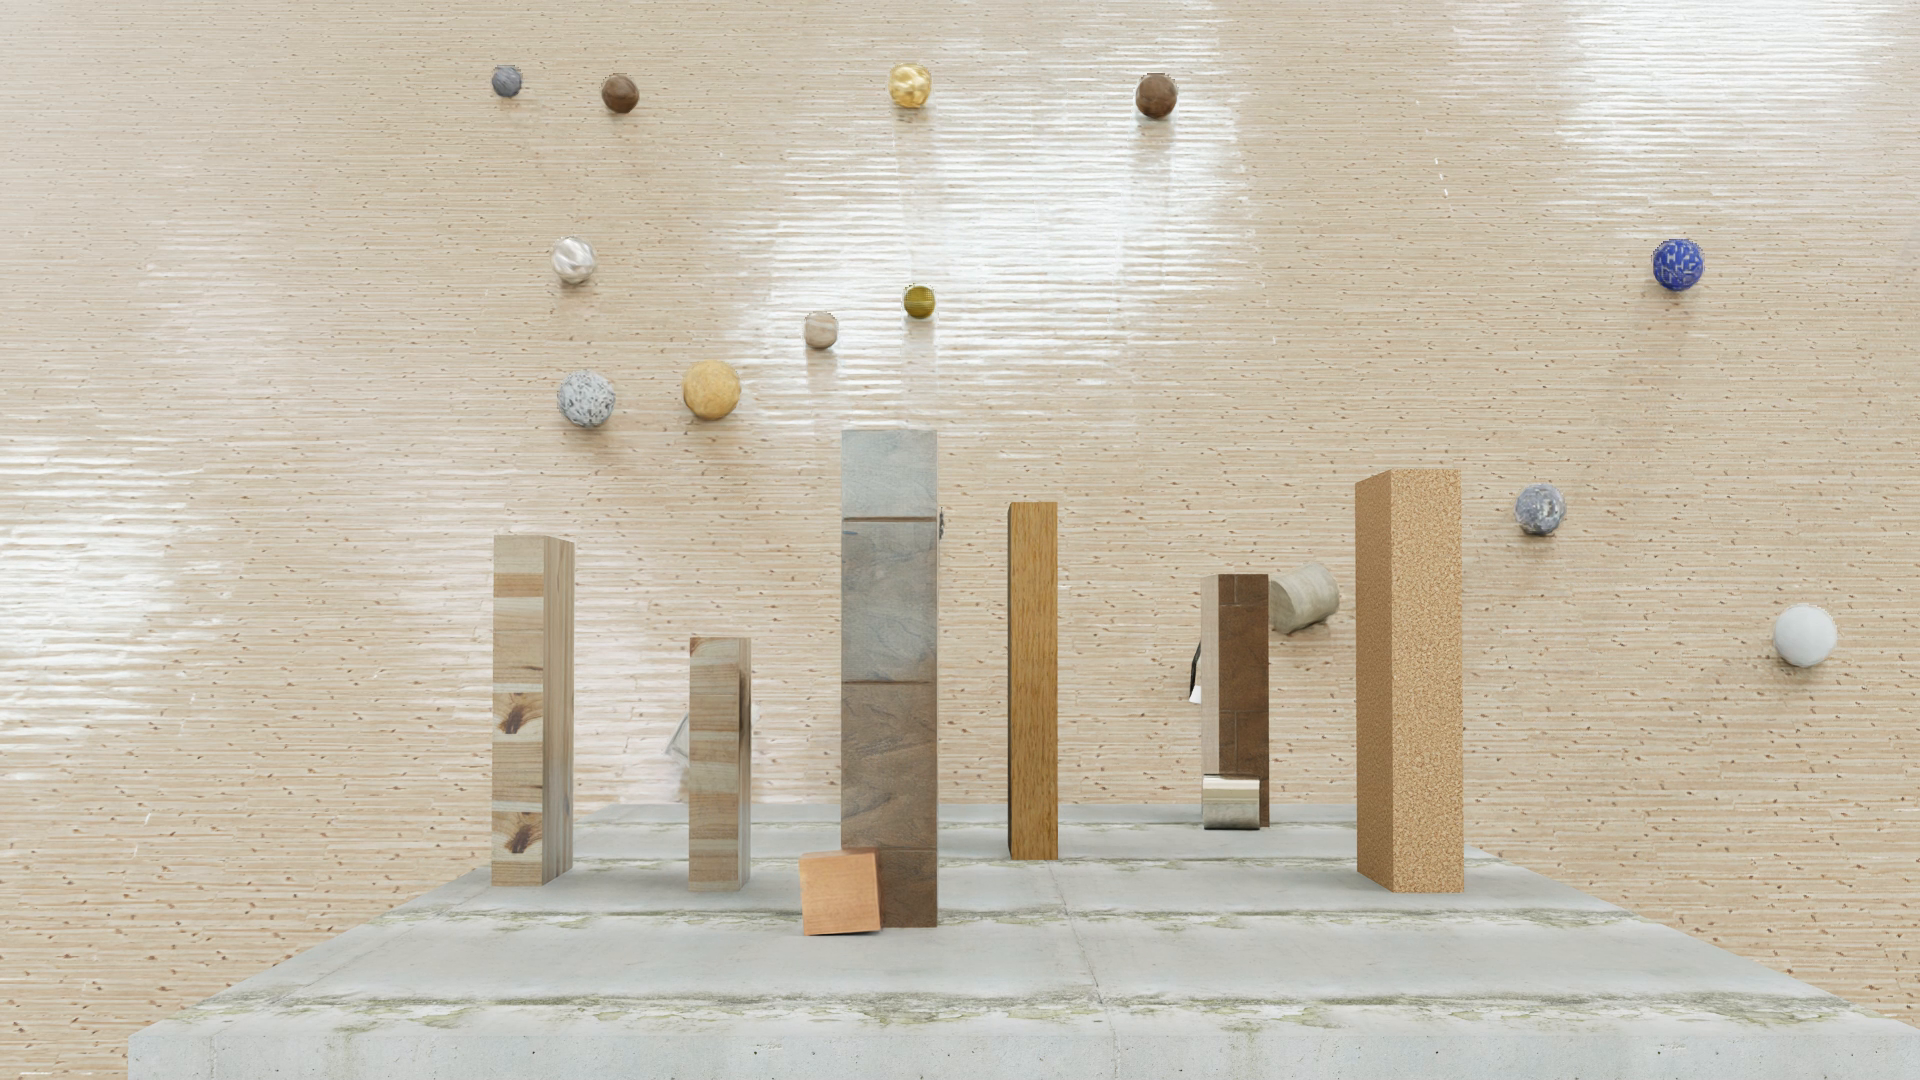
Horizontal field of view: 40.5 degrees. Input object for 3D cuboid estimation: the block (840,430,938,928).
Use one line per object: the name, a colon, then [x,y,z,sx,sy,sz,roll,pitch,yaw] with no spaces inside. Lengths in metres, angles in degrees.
block: [-0.108,0.217,4.147,0.146,0.759,0.364,0,-2,0]

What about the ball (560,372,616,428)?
ball: [-1.212,-0.457,8.451,0.180,0.180,0.180,0,36,0]

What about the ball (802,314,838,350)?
ball: [-0.475,-0.708,8.847,0.123,0.123,0.123,0,36,0]

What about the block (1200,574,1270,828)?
block: [0.660,0.381,6.267,0.117,0.588,0.443,0,-2,0]

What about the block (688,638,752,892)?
block: [-0.427,0.394,4.644,0.086,0.441,0.264,0,-2,0]

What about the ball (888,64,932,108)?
ball: [-0.199,-1.799,10.314,0.173,0.173,0.173,0,36,0]

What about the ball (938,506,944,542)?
ball: [-0.139,-0.047,7.882,0.185,0.185,0.185,0,36,0]

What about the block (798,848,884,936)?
block: [-0.178,0.526,3.897,0.113,0.113,0.113,-5,-2,0]

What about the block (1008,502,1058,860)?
block: [0.148,0.287,5.365,0.092,0.710,0.408,0,-2,0]

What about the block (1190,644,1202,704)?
block: [0.735,0.372,7.341,0.140,0.140,0.140,10,37,14]

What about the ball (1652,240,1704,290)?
ball: [2.532,-0.966,9.159,0.175,0.175,0.175,0,36,0]

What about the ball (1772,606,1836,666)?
ball: [2.418,0.276,7.444,0.174,0.174,0.174,0,36,0]

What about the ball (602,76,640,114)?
ball: [-1.343,-1.762,10.283,0.147,0.147,0.147,0,36,0]

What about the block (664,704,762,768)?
block: [-0.666,0.518,7.029,0.172,0.172,0.172,30,22,-1]

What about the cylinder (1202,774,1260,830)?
cylinder: [0.625,0.601,5.969,0.127,0.127,0.127,0,36,9]

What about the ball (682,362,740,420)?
ball: [-0.811,-0.487,8.486,0.189,0.189,0.189,0,36,0]

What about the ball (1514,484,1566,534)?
ball: [1.777,-0.092,7.971,0.154,0.154,0.154,0,36,0]

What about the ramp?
ramp: [0.079,0.674,4.874,2.000,0.100,4.000,0,-2,0]

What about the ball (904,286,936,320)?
ball: [-0.139,-0.824,9.014,0.116,0.116,0.116,0,36,0]

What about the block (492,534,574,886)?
block: [-0.786,0.309,4.803,0.089,0.623,0.372,0,-2,0]

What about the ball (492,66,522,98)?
ball: [-1.813,-1.833,10.402,0.122,0.122,0.122,0,36,0]

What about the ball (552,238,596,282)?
ball: [-1.366,-0.991,9.207,0.160,0.160,0.160,0,36,0]

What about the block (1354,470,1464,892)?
block: [0.809,0.251,4.705,0.122,0.732,0.412,0,-2,0]

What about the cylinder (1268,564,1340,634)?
cylinder: [0.996,0.171,7.600,0.162,0.162,0.162,-20,40,-25]

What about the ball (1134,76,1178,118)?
ball: [0.774,-1.747,10.243,0.169,0.169,0.169,0,36,0]
